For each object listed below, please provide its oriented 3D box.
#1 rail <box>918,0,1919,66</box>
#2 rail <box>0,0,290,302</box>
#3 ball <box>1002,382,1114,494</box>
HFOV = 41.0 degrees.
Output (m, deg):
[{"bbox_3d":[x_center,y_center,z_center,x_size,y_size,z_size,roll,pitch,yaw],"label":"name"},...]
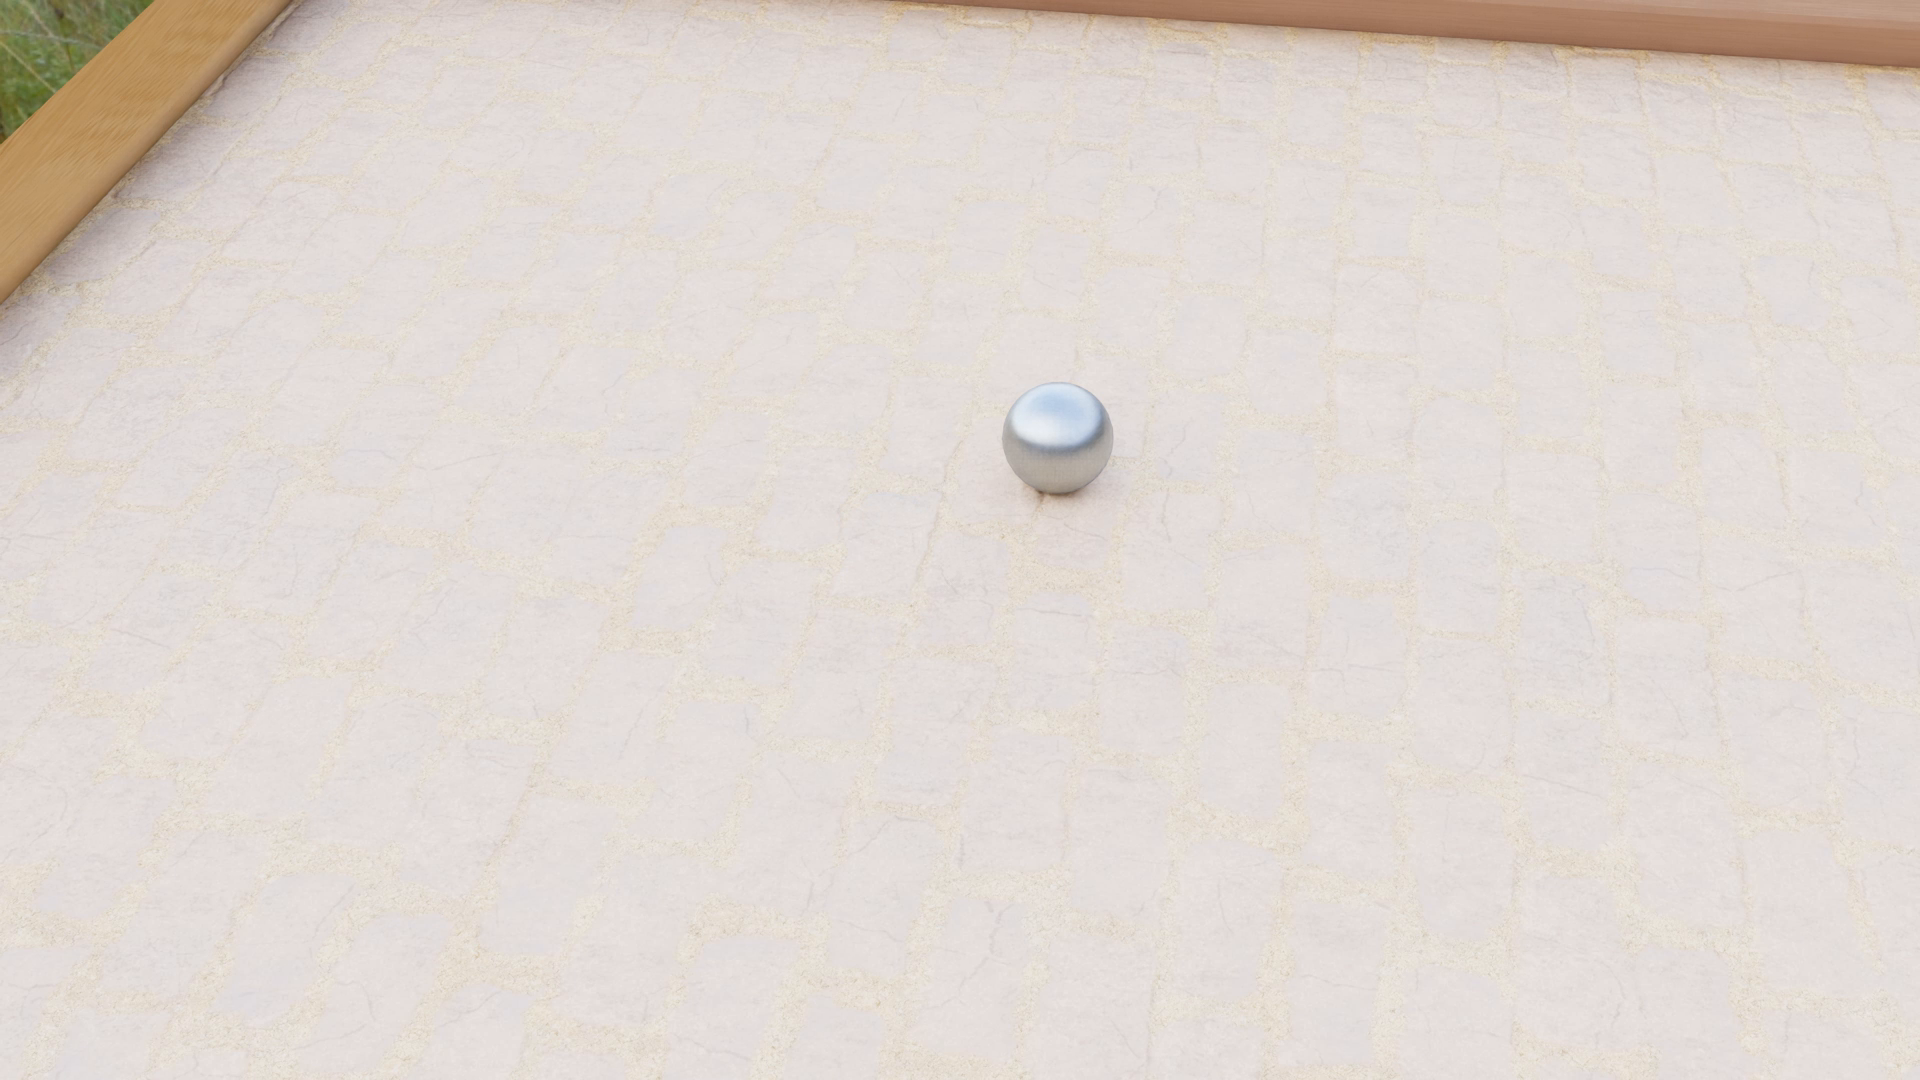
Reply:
[{"bbox_3d":[1.052,-0.520,2.581,3.581,0.124,0.045,5,35,8],"label":"rail"},{"bbox_3d":[-0.860,-0.102,1.976,0.045,0.124,2.121,5,35,8],"label":"rail"},{"bbox_3d":[0.075,-0.079,1.978,0.086,0.086,0.086,0,35,0],"label":"ball"}]
